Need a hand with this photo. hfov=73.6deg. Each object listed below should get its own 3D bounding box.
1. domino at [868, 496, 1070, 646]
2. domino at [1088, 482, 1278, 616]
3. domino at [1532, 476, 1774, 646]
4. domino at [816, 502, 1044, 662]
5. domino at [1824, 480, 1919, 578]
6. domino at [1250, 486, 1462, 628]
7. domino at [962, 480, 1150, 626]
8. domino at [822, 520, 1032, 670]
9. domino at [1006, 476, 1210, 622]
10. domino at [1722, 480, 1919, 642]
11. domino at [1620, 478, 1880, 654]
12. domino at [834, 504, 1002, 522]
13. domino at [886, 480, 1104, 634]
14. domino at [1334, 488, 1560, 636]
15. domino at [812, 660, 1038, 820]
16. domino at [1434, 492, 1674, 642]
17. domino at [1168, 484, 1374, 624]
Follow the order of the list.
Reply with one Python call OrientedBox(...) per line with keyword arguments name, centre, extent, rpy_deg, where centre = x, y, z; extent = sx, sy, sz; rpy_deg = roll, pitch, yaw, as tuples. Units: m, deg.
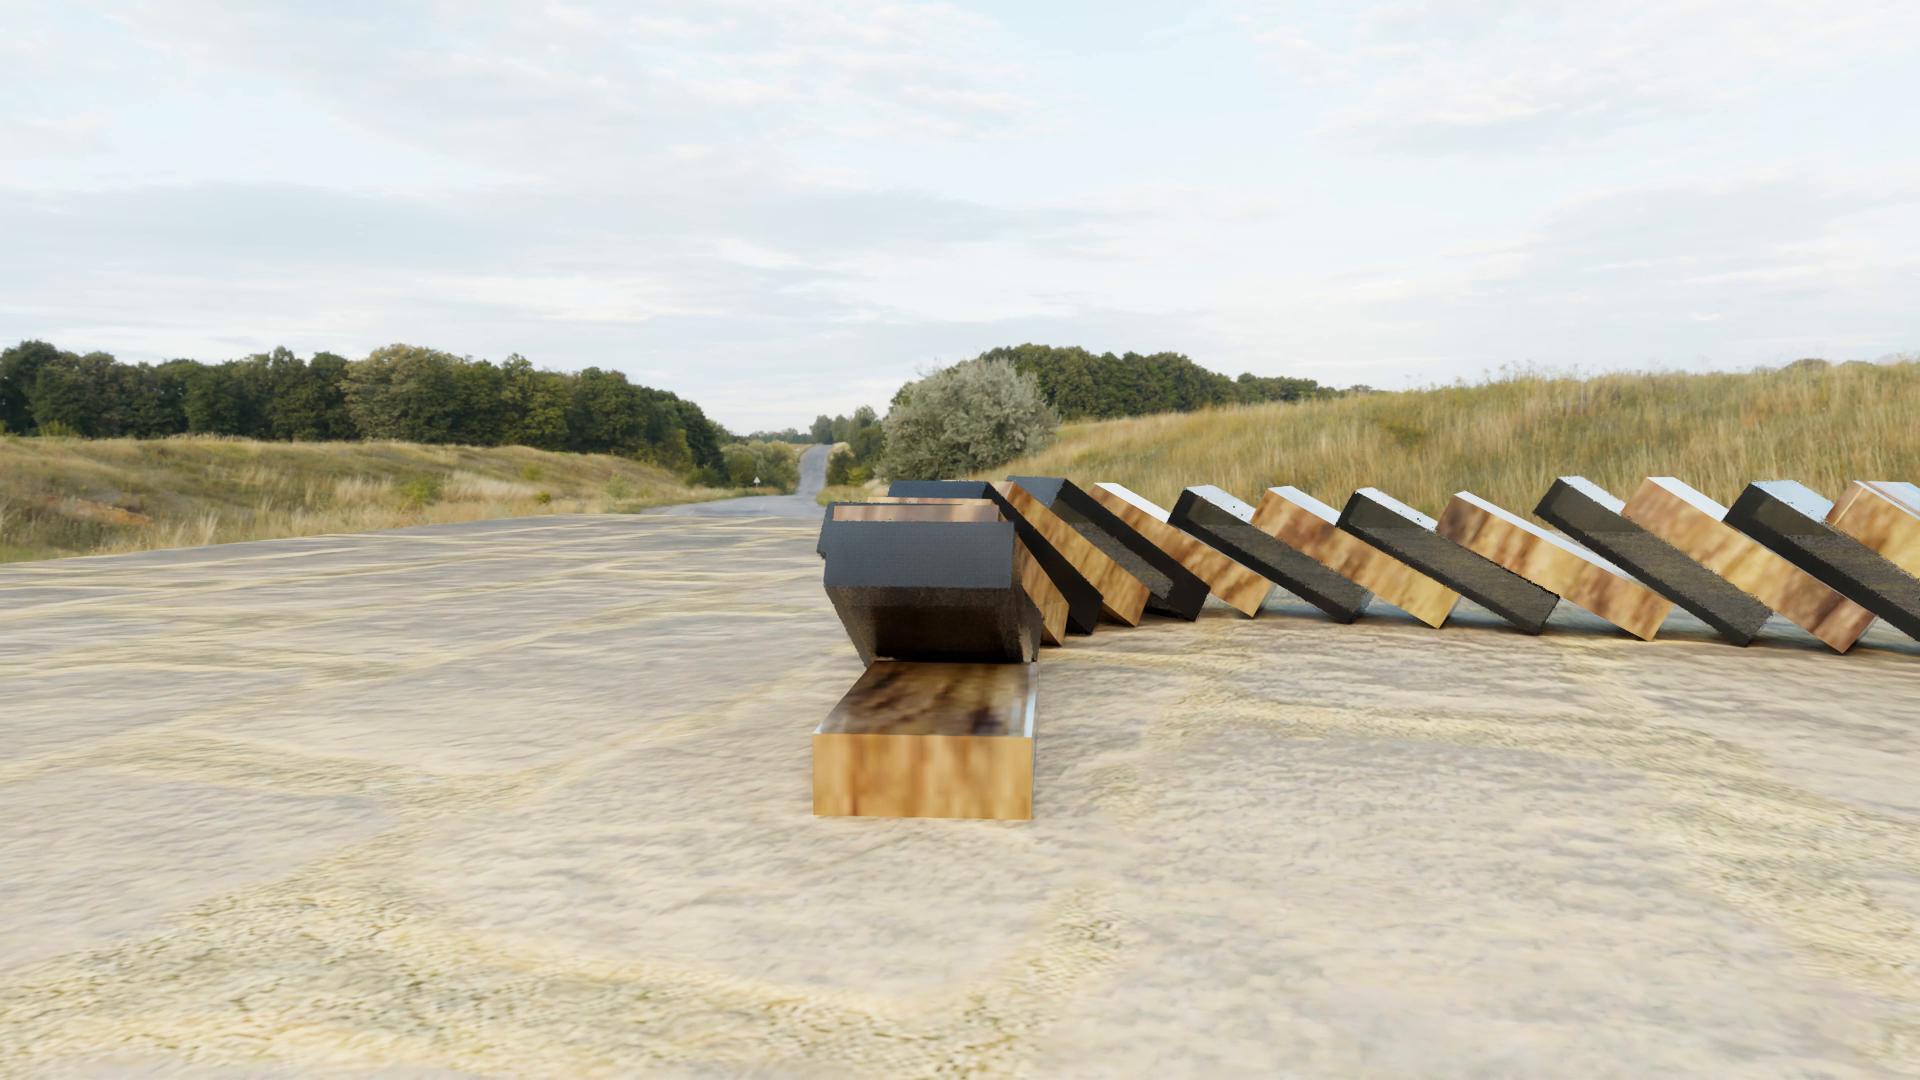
OrientedBox(name="domino", centre=(0.002, 0.007, 0.255), extent=(0.025, 0.009, 0.050), rpy_deg=(2, -24, 24))
OrientedBox(name="domino", centre=(0.056, 0.002, 0.327), extent=(0.050, 0.009, 0.025), rpy_deg=(31, 12, 16))
OrientedBox(name="domino", centre=(0.156, 0.003, 0.288), extent=(0.050, 0.009, 0.025), rpy_deg=(40, 25, 27))
OrientedBox(name="domino", centre=(-0.004, 0.009, 0.236), extent=(0.025, 0.009, 0.050), rpy_deg=(2, -24, 22))
OrientedBox(name="domino", centre=(0.202, 0.006, 0.253), extent=(0.025, 0.009, 0.050), rpy_deg=(-1, 35, -32))
OrientedBox(name="domino", centre=(0.098, 0.003, 0.313), extent=(0.050, 0.009, 0.025), rpy_deg=(32, 17, 22))
OrientedBox(name="domino", centre=(0.018, 0.003, 0.294), extent=(0.050, 0.009, 0.025), rpy_deg=(36, -19, -35))
OrientedBox(name="domino", centre=(-0.003, 0.012, 0.193), extent=(0.025, 0.010, 0.050), rpy_deg=(0, -24, 6))
OrientedBox(name="domino", centre=(0.034, 0.002, 0.307), extent=(0.050, 0.009, 0.025), rpy_deg=(34, -13, -27))
OrientedBox(name="domino", centre=(0.188, 0.005, 0.266), extent=(0.025, 0.009, 0.050), rpy_deg=(-3, 37, -39))
OrientedBox(name="domino", centre=(0.172, 0.004, 0.278), extent=(0.025, 0.009, 0.050), rpy_deg=(-3, 38, -49))
OrientedBox(name="domino", centre=(-0.004, 0.010, 0.213), extent=(0.025, 0.009, 0.050), rpy_deg=(0, -26, 8))
OrientedBox(name="domino", centre=(0.008, 0.004, 0.276), extent=(0.025, 0.009, 0.050), rpy_deg=(2, -28, 39))
OrientedBox(name="domino", centre=(0.116, 0.004, 0.303), extent=(0.050, 0.010, 0.025), rpy_deg=(32, 17, 21))
OrientedBox(name="domino", centre=(-0.002, 0.025, 0.171), extent=(0.025, 0.009, 0.050), rpy_deg=(0, 4, 4))
OrientedBox(name="domino", centre=(0.136, 0.005, 0.295), extent=(0.050, 0.010, 0.025), rpy_deg=(31, 17, 22))
OrientedBox(name="domino", centre=(0.079, 0.003, 0.322), extent=(0.050, 0.009, 0.025), rpy_deg=(32, 17, 21))
